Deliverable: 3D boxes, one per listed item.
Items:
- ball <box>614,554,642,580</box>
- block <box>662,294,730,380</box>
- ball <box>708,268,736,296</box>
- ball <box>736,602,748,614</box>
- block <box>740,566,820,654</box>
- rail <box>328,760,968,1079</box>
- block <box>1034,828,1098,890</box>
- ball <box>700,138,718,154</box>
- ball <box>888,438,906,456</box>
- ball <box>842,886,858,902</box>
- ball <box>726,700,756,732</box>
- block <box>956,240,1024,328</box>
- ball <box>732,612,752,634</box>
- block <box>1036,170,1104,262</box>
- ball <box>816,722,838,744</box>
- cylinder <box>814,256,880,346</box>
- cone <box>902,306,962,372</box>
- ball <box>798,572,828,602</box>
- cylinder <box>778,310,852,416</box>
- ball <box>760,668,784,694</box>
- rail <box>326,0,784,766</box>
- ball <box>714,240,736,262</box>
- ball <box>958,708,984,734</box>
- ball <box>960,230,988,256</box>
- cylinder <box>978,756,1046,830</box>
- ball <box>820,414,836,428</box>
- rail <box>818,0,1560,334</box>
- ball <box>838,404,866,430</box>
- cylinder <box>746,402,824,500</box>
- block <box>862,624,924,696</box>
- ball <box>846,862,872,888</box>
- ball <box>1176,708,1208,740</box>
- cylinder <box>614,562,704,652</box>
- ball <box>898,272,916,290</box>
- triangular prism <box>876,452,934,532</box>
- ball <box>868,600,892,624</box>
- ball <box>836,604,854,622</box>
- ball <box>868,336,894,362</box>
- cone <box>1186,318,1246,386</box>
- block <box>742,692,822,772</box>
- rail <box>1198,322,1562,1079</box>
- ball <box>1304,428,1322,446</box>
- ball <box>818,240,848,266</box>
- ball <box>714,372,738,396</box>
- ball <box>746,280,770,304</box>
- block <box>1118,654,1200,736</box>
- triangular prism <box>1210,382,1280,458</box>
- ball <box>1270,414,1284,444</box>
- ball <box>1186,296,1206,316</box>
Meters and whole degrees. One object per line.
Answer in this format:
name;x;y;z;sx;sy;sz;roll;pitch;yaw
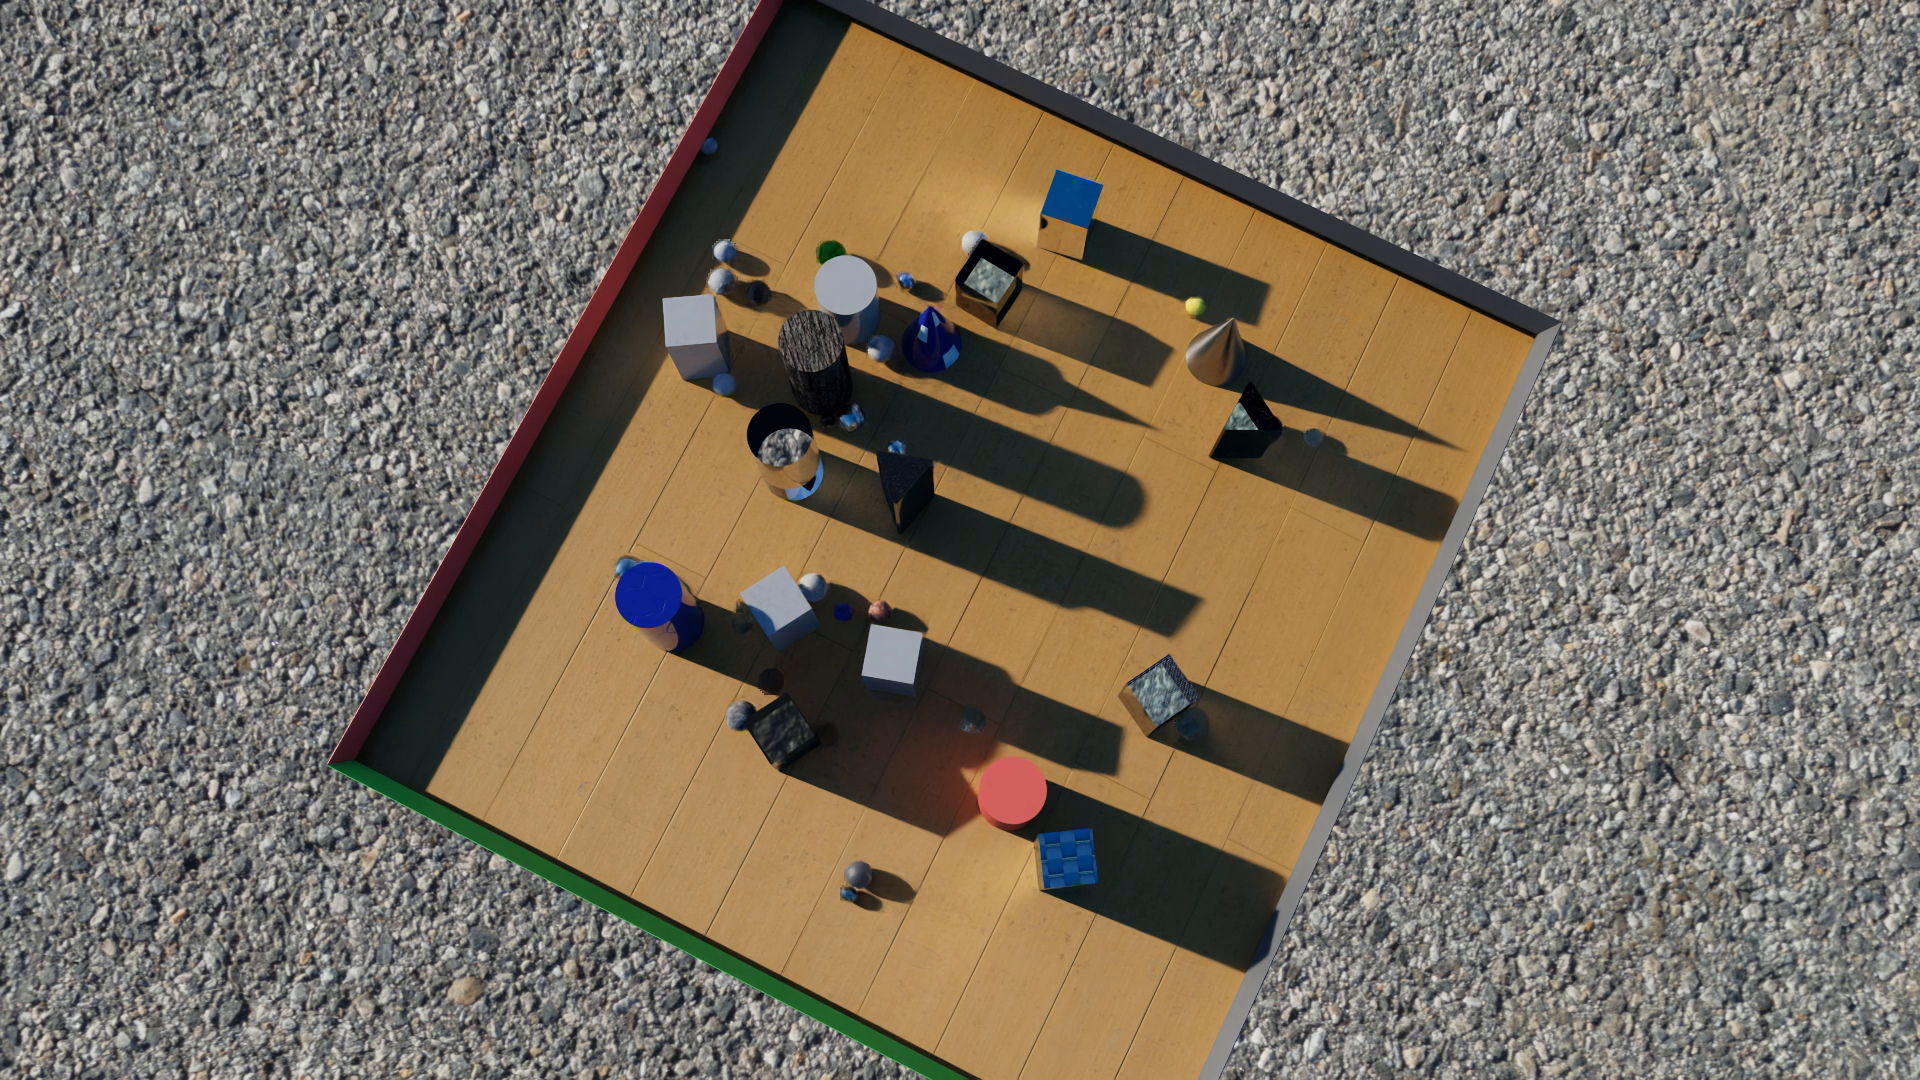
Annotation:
ball;-1.003;0.090;5.552;0.090;0.090;0.090;0;78;0
block;-0.797;-0.613;5.570;0.150;0.339;0.150;-5;78;-1
ball;-0.746;-0.809;5.740;0.085;0.085;0.085;0;78;0
ball;-0.662;0.205;5.553;0.040;0.040;0.040;0;78;0
block;-0.527;0.208;5.406;0.150;0.327;0.150;-33;80;-6
rail;-0.631;1.243;5.296;2.708;0.122;0.045;26;80;5
block;0.299;0.916;5.243;0.150;0.360;0.150;-6;78;-1
ball;-0.802;-1.256;5.849;0.054;0.054;0.054;0;78;0
ball;-0.195;-0.283;5.646;0.057;0.057;0.057;0;78;0
ball;-0.324;1.039;5.377;0.048;0.048;0.048;0;78;0
ball;-0.650;0.524;5.461;0.091;0.091;0.091;0;78;0
block;0.089;-0.787;5.654;0.150;0.245;0.150;32;80;6
ball;-0.657;0.253;5.531;0.065;0.065;0.065;0;78;0
block;0.339;-1.003;5.681;0.150;0.279;0.150;19;79;4
ball;-0.394;0.575;5.463;0.067;0.067;0.067;0;78;0
cylinder;-0.342;-0.732;5.618;0.188;0.294;0.188;0;78;0
cone;-0.088;-0.653;5.563;0.188;0.369;0.188;0;78;0
ball;-0.444;0.143;5.542;0.088;0.088;0.088;0;78;0
cylinder;-0.429;-0.525;5.489;0.188;0.462;0.188;0;78;0
ball;-0.564;0.421;5.491;0.075;0.075;0.075;0;78;0
rail;-1.190;-0.576;5.672;0.045;0.122;2.870;26;80;5
ball;-0.741;-0.907;5.769;0.069;0.069;0.069;0;78;0
ball;0.033;0.539;5.467;0.074;0.074;0.074;0;78;0
ball;0.046;-0.932;5.765;0.087;0.087;0.087;0;78;0
cylinder;0.147;0.732;5.272;0.188;0.378;0.188;0;78;0
ball;-0.409;-0.369;5.669;0.047;0.047;0.047;0;78;0
rail;0.631;-1.230;5.807;2.708;0.122;0.045;26;80;5
ball;-0.333;-0.379;5.651;0.085;0.085;0.085;0;78;0
cylinder;-0.515;-0.257;5.447;0.188;0.437;0.188;0;78;0
block;-0.194;0.357;5.386;0.150;0.307;0.150;10;78;2
ball;-0.295;0.981;5.374;0.078;0.078;0.078;0;78;0
ball;0.692;0.549;5.455;0.093;0.093;0.093;0;78;0
cylinder;-0.870;0.201;5.341;0.188;0.457;0.188;0;78;0
ball;-0.168;-0.813;5.755;0.058;0.058;0.058;0;78;0
triangular prism;-0.185;-0.167;5.438;0.141;0.417;0.163;40;81;8
ball;-0.241;0.217;5.536;0.070;0.070;0.070;0;78;0
ball;-0.350;0.219;5.543;0.055;0.055;0.055;0;78;0
ball;-0.245;-0.593;5.696;0.083;0.083;0.083;0;78;0
cone;0.801;-0.611;5.542;0.188;0.394;0.188;0;78;0
block;-0.519;0.565;5.371;0.150;0.252;0.150;-33;80;-7
rail;1.190;0.589;5.431;0.045;0.122;2.870;26;80;5
ball;1.090;-0.318;5.654;0.055;0.055;0.055;0;78;0
ball;-0.402;-0.893;5.753;0.094;0.094;0.094;0;78;0
ball;-0.727;-0.483;5.679;0.073;0.073;0.073;0;78;0
ball;-0.631;-0.776;5.738;0.075;0.075;0.075;0;78;0
block;0.578;0.459;5.366;0.150;0.306;0.150;-34;80;-7
triangular prism;0.851;-0.360;5.518;0.163;0.339;0.141;0;78;0
ball;0.947;-0.343;5.639;0.094;0.094;0.094;0;78;0
ball;0.736;-0.733;5.736;0.063;0.063;0.063;0;78;0
